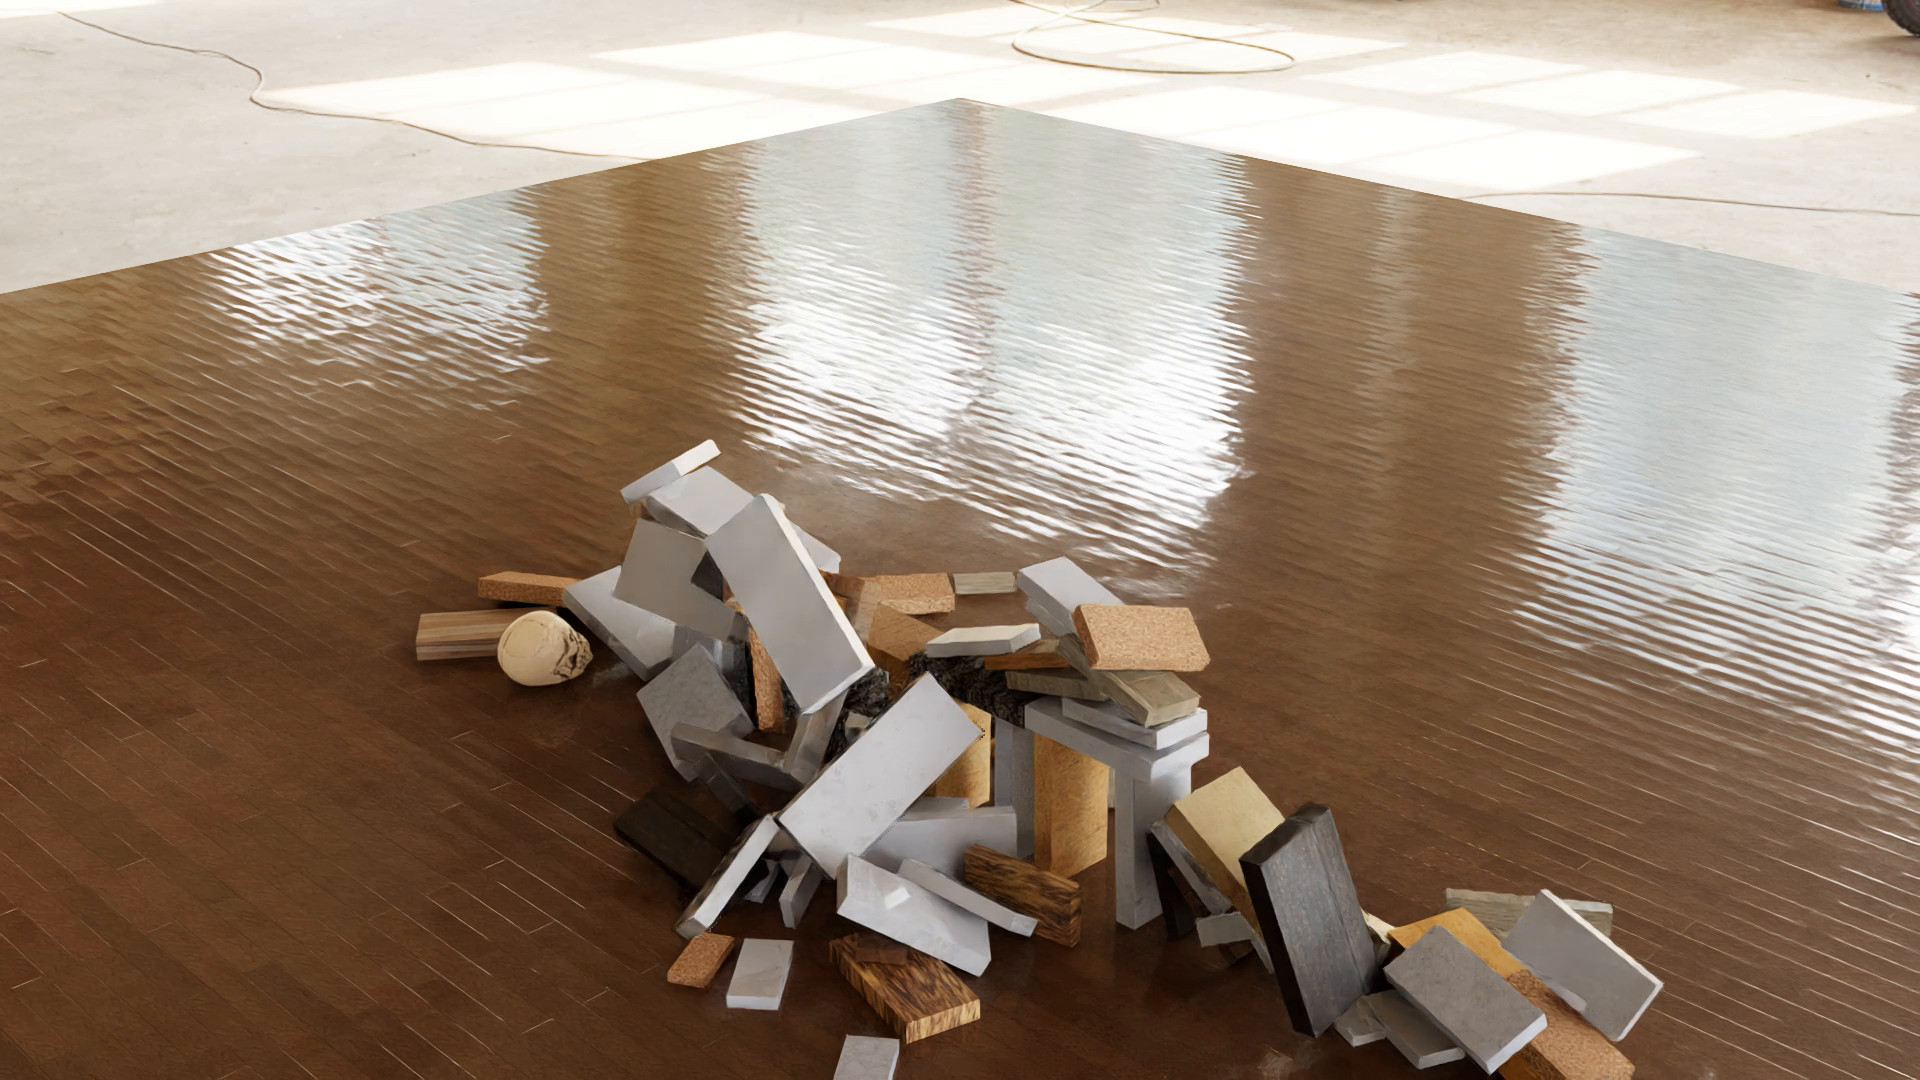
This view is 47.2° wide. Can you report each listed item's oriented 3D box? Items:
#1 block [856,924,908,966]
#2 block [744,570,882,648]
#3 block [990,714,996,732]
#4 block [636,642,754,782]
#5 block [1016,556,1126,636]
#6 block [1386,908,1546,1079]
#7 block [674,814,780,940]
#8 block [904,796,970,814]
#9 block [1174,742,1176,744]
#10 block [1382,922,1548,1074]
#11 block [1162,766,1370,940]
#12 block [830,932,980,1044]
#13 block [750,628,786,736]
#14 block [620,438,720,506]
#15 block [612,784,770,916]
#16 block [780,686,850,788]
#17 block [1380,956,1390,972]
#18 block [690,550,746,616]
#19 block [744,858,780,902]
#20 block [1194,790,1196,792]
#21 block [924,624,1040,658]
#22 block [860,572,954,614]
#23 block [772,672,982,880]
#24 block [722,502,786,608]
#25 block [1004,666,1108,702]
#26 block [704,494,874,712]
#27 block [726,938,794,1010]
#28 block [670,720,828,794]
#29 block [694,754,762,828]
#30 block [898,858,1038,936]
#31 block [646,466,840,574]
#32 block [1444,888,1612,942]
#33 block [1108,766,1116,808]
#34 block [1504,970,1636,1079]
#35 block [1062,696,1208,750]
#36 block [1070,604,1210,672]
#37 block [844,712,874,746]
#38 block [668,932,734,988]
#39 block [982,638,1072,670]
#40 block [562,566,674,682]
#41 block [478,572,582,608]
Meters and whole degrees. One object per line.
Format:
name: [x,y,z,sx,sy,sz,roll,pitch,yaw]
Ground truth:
block: [-0.134,0.702,3.954,0.090,0.025,0.179,6,20,1]
block: [-0.329,0.145,4.510,0.359,0.180,0.051,11,-5,40]
block: [0.115,0.402,4.537,0.108,0.031,0.216,24,-5,39]
block: [-0.571,0.365,4.716,0.180,0.051,0.359,-39,30,-2]
block: [0.226,0.119,4.072,0.119,0.034,0.239,-15,42,-40]
block: [0.912,0.785,3.756,0.175,0.050,0.383,-11,35,-28]
block: [-0.427,0.618,4.041,0.243,0.034,0.122,-54,9,-30]
block: [-0.151,0.560,4.331,0.310,0.044,0.155,-1,22,19]
block: [0.346,0.349,3.990,0.049,0.014,0.097,-14,26,-28]
block: [0.837,0.759,3.655,0.127,0.036,0.254,-37,42,-11]
block: [0.533,0.573,3.836,0.175,0.050,0.351,-23,63,-37]
block: [-0.101,0.775,3.881,0.144,0.041,0.288,-13,26,-27]
block: [-0.378,0.280,4.330,0.028,0.199,0.099,-9,-14,8]
block: [-0.654,-0.156,4.983,0.143,0.040,0.285,-28,5,16]
block: [-0.517,0.589,4.213,0.318,0.034,0.122,29,58,35]
block: [-0.270,0.336,4.295,0.023,0.081,0.293,6,65,33]
block: [0.793,0.756,3.888,0.093,0.026,0.185,2,23,-40]
block: [-0.431,0.091,4.494,0.225,0.112,0.032,30,3,18]
block: [-0.433,0.635,4.194,0.163,0.023,0.081,10,49,23]
block: [0.461,0.498,3.974,0.129,0.018,0.064,24,38,35]
block: [0.044,0.196,4.271,0.203,0.029,0.102,-5,12,37]
block: [-0.171,0.135,5.390,0.299,0.040,0.143,-3,23,-8]
block: [-0.152,0.437,4.090,0.396,0.155,0.044,-44,8,-18]
block: [-0.409,0.029,4.364,0.032,0.225,0.112,13,53,-28]
block: [0.218,0.255,4.120,0.125,0.035,0.257,-19,14,-38]
block: [-0.300,0.109,3.837,0.365,0.144,0.041,58,20,17]
block: [-0.354,0.771,3.911,0.090,0.025,0.179,2,23,5]
block: [-0.426,0.450,4.467,0.322,0.126,0.036,15,64,7]
block: [-0.432,0.503,4.242,0.036,0.253,0.126,-39,68,-6]
block: [0.014,0.655,4.030,0.242,0.034,0.121,23,-6,25]
block: [-0.473,-0.014,4.785,0.414,0.051,0.180,33,42,27]
block: [1.016,0.701,3.951,0.288,0.121,0.034,4,20,9]
block: [0.339,0.480,4.548,0.108,0.031,0.216,4,28,-6]
block: [0.974,0.817,3.630,0.127,0.036,0.254,-12,35,-29]
block: [0.316,0.315,4.006,0.125,0.035,0.250,-18,22,-36]
block: [0.327,0.177,3.974,0.239,0.034,0.119,3,50,-29]
block: [-0.169,0.437,4.313,0.099,0.368,0.028,16,63,7]
block: [-0.465,0.755,3.957,0.070,0.020,0.139,7,24,16]
block: [0.154,0.216,4.191,0.203,0.029,0.102,-5,11,41]
block: [-0.763,0.192,5.112,0.159,0.045,0.319,-24,52,-39]
block: [-0.910,0.132,5.337,0.486,0.045,0.159,6,7,13]
